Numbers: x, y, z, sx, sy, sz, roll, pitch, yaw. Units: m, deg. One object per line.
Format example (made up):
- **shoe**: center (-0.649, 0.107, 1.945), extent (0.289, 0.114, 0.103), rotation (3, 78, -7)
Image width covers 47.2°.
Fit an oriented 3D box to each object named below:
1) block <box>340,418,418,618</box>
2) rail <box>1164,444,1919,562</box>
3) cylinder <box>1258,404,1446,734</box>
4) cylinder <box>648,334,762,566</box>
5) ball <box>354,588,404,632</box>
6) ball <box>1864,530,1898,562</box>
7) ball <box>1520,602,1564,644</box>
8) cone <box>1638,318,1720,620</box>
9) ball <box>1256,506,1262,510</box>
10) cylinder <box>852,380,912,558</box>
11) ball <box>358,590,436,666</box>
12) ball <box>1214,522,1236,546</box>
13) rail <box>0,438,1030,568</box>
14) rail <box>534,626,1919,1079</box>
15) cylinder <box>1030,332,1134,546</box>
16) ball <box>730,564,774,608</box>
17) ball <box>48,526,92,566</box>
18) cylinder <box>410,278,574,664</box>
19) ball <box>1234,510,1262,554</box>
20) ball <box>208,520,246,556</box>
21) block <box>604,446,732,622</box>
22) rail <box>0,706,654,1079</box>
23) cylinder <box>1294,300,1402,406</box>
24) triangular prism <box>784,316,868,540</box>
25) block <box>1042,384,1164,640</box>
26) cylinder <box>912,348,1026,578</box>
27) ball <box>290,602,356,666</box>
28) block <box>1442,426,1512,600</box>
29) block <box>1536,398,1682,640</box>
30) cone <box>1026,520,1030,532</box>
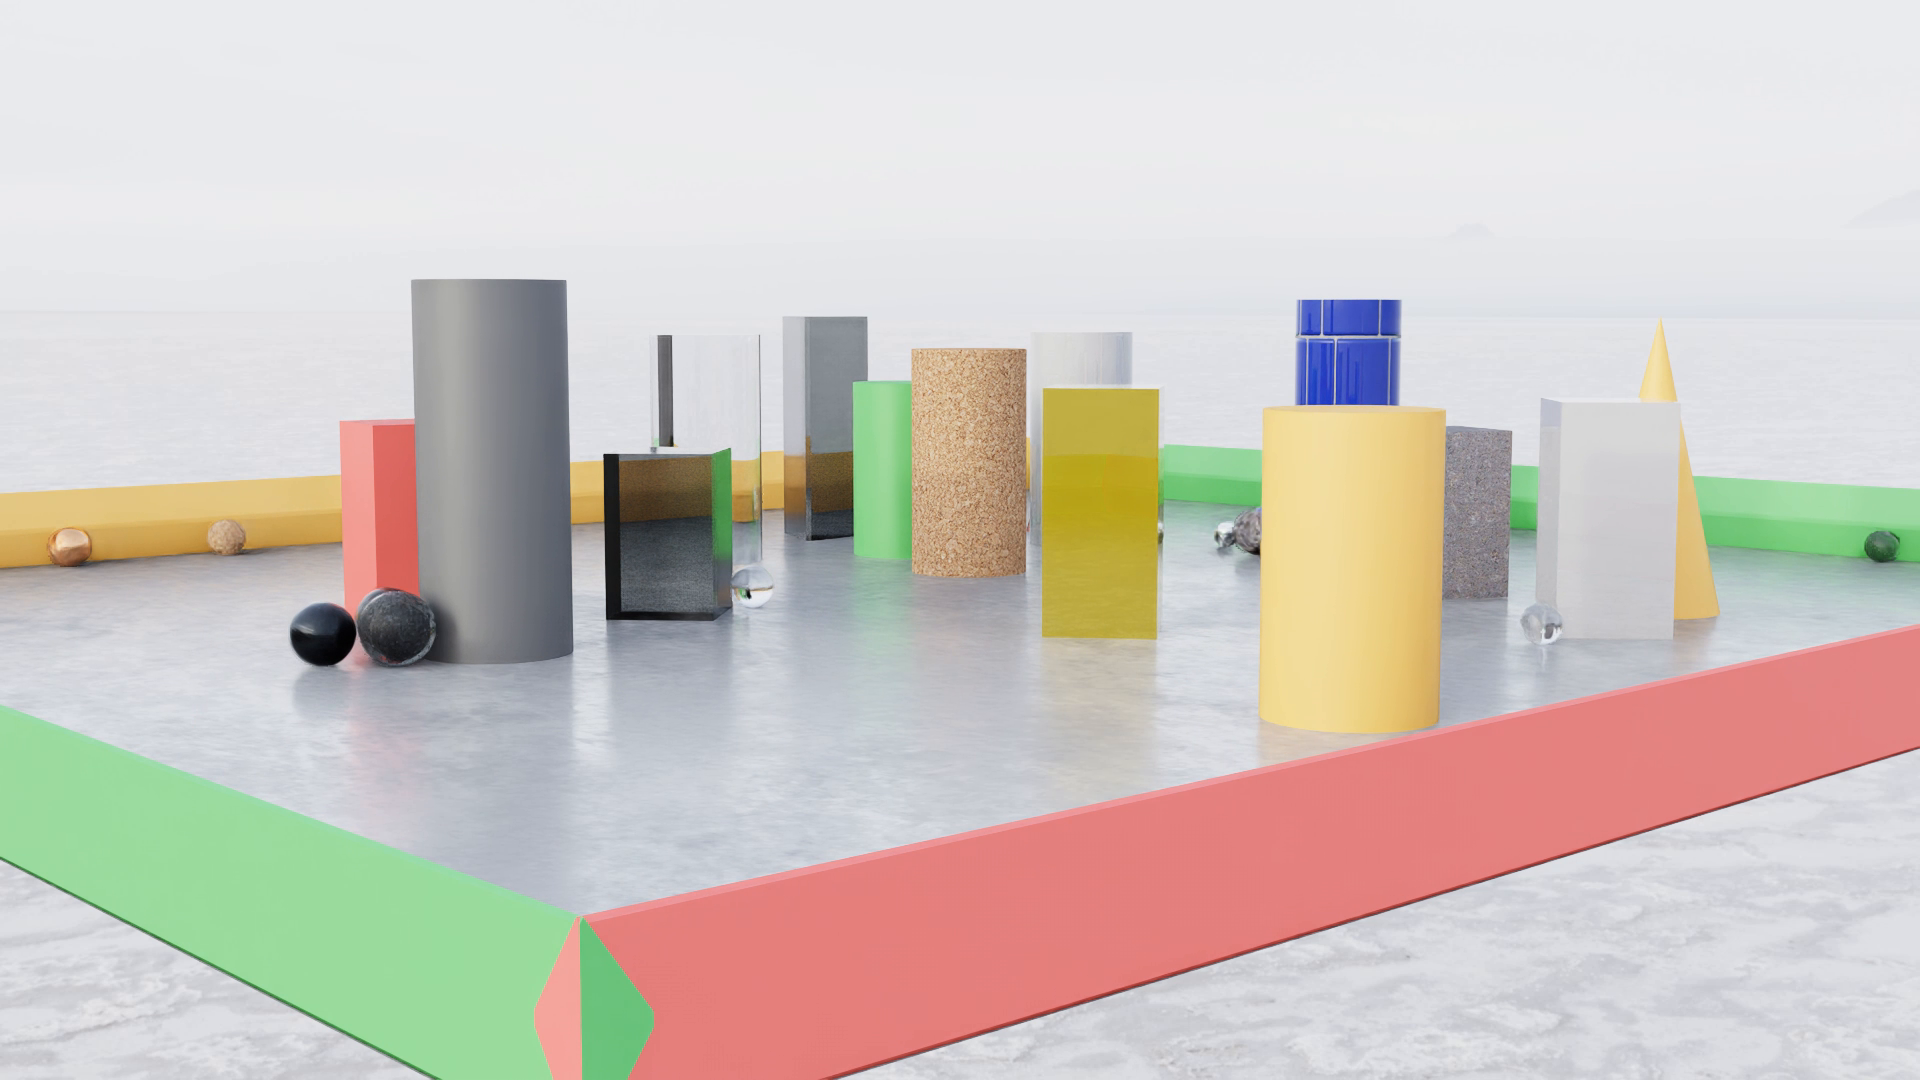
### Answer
- **block**: center (-0.773, -0.024, 3.111), extent (0.157, 0.288, 0.157), rotation (-4, 7, -32)
- **rail**: center (1.182, -0.080, 4.417), extent (0.045, 0.127, 2.952), rotation (-5, 8, -42)
- **cylinder**: center (0.427, 0.026, 2.401), extent (0.196, 0.338, 0.196), rotation (0, 6, 0)
- **cylinder**: center (-0.451, -0.164, 3.904), extent (0.196, 0.401, 0.196), rotation (0, 6, 0)
- **ball**: center (-0.747, 0.104, 2.871), extent (0.085, 0.085, 0.085), rotation (0, 6, 0)
- **ball**: center (1.629, 0.011, 3.888), extent (0.057, 0.057, 0.057), rotation (0, 6, 0)
- **ball**: center (0.775, 0.112, 2.932), extent (0.056, 0.056, 0.056), rotation (0, 6, 0)
- **cone**: center (1.027, -0.113, 3.249), extent (0.196, 0.437, 0.196), rotation (0, 6, 0)
- **ball**: center (0.585, -0.027, 4.139), extent (0.081, 0.081, 0.081), rotation (0, 6, 0)
- **cylinder**: center (-0.097, -0.132, 4.026), extent (0.196, 0.313, 0.196), rotation (0, 6, 0)
- **ball**: center (-0.705, 0.111, 2.754), extent (0.095, 0.095, 0.095), rotation (0, 6, 0)
- **ball**: center (0.501, -0.010, 4.141), extent (0.046, 0.046, 0.046), rotation (0, 6, 0)
- **rail**: center (-0.985, -0.078, 4.394), extent (3.264, 0.127, 0.045), rotation (-5, 8, -42)
- **rail**: center (0.985, 0.144, 2.270), extent (3.264, 0.127, 0.045), rotation (-5, 8, -42)
- **cylinder**: center (0.231, -0.195, 4.193), extent (0.196, 0.403, 0.196), rotation (0, 6, 0)
- **ball**: center (-0.311, 0.070, 3.294), extent (0.065, 0.065, 0.065), rotation (0, 6, 0)
- **ball**: center (-1.545, 0.012, 3.819), extent (0.070, 0.070, 0.070), rotation (0, 6, 0)
- **cylinder**: center (-0.603, -0.093, 2.842), extent (0.196, 0.482, 0.196), rotation (0, 6, 0)
- **ball**: center (0.543, -0.014, 4.021), extent (0.080, 0.080, 0.080), rotation (0, 6, 0)
- **ball**: center (-1.332, -0.005, 3.997), extent (0.066, 0.066, 0.066), rotation (0, 6, 0)
- **block**: center (-0.426, -0.012, 3.227), extent (0.157, 0.240, 0.157), rotation (0, 6, 4)
- **rail**: center (-1.182, 0.147, 2.247), extent (0.045, 0.127, 2.952), rotation (-5, 8, -42)
- **cylinder**: center (0.727, -0.219, 4.135), extent (0.196, 0.463, 0.196), rotation (0, 6, 0)
- **triangular prism**: center (-0.293, -0.225, 4.339), extent (0.147, 0.432, 0.170), rotation (5, 8, 40)
- **block**: center (0.200, -0.043, 3.052), extent (0.157, 0.339, 0.157), rotation (1, 6, 8)
- **cylinder**: center (0.015, -0.136, 3.746), extent (0.196, 0.379, 0.196), rotation (0, 6, 0)
- **ball**: center (-0.798, 0.117, 2.756), extent (0.081, 0.081, 0.081), rotation (0, 6, 0)
- **block**: center (0.753, -0.045, 3.457), extent (0.157, 0.259, 0.157), rotation (-2, 6, -19)
- **block**: center (0.894, -0.033, 3.046), extent (0.157, 0.321, 0.157), rotation (0, 6, 5)
- **cone**: center (0.232, -0.195, 4.434), extent (0.196, 0.353, 0.196), rotation (0, 6, 0)
